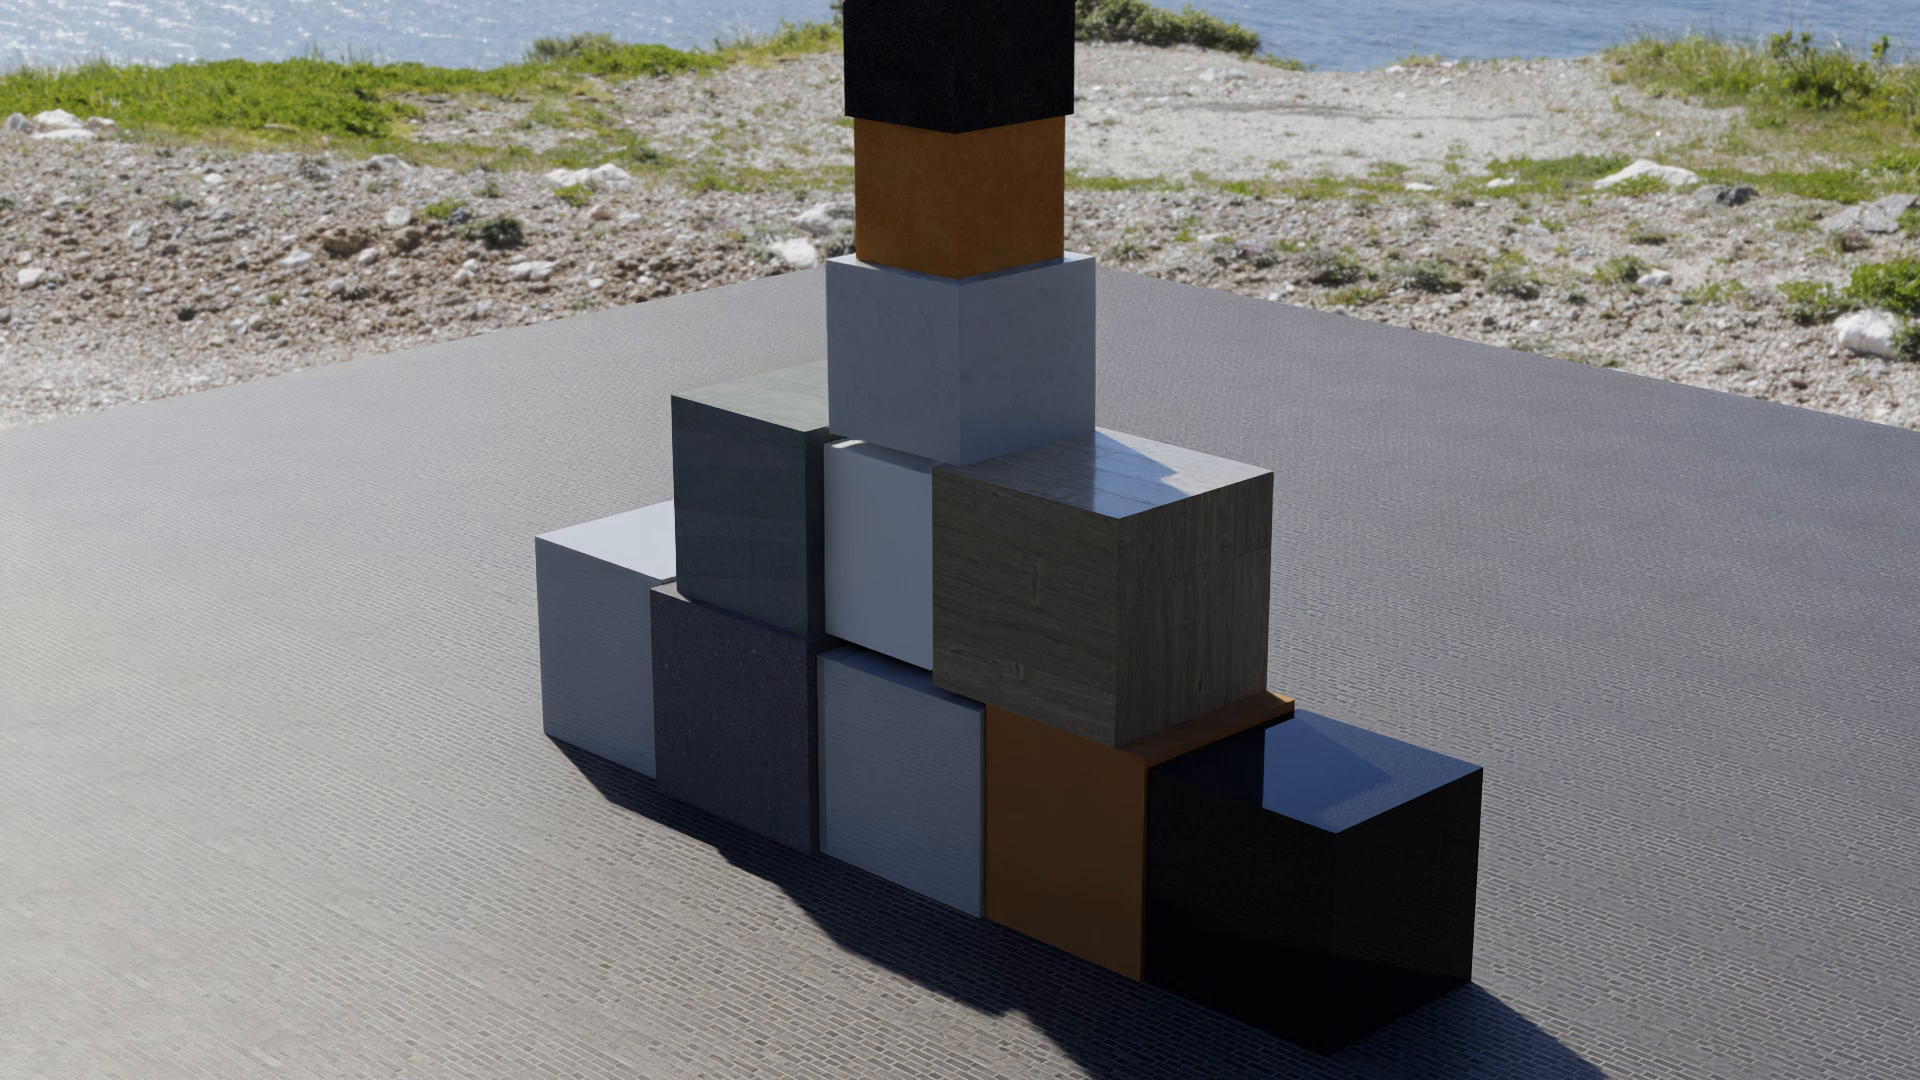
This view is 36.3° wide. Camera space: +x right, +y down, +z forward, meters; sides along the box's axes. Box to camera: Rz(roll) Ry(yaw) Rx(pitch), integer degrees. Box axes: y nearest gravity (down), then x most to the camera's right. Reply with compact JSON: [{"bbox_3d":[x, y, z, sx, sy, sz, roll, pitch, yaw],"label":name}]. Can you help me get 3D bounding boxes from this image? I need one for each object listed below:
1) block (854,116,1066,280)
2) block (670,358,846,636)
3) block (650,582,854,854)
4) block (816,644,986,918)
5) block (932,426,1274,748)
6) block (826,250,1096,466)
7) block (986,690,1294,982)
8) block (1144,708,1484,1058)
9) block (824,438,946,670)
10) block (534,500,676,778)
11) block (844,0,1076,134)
[{"bbox_3d":[-0.001,-1.551,12.871,0.671,0.631,0.631,-17,24,-42],"label":"block"},{"bbox_3d":[-0.662,-0.230,13.975,1.040,0.976,0.936,-17,24,-42],"label":"block"},{"bbox_3d":[-0.691,0.727,14.294,1.153,1.041,1.124,-17,24,-42],"label":"block"},{"bbox_3d":[0.091,0.990,13.569,1.062,0.975,1.051,-17,24,-42],"label":"block"},{"bbox_3d":[0.613,0.172,12.745,0.992,1.001,1.080,-17,24,-42],"label":"block"},{"bbox_3d":[0.006,-0.869,13.083,0.857,0.791,0.836,-17,23,-42],"label":"block"},{"bbox_3d":[0.785,1.185,12.883,0.982,1.015,0.918,-17,24,-42],"label":"block"},{"bbox_3d":[1.473,1.403,12.259,0.983,0.972,0.971,-17,24,-42],"label":"block"},{"bbox_3d":[-0.040,-0.007,13.397,0.849,0.905,0.788,-17,25,-42],"label":"block"},{"bbox_3d":[-1.445,0.487,15.021,1.005,1.064,1.006,-17,24,-42],"label":"block"},{"bbox_3d":[-0.003,-2.193,12.671,0.734,0.713,0.679,-17,24,-42],"label":"block"}]
